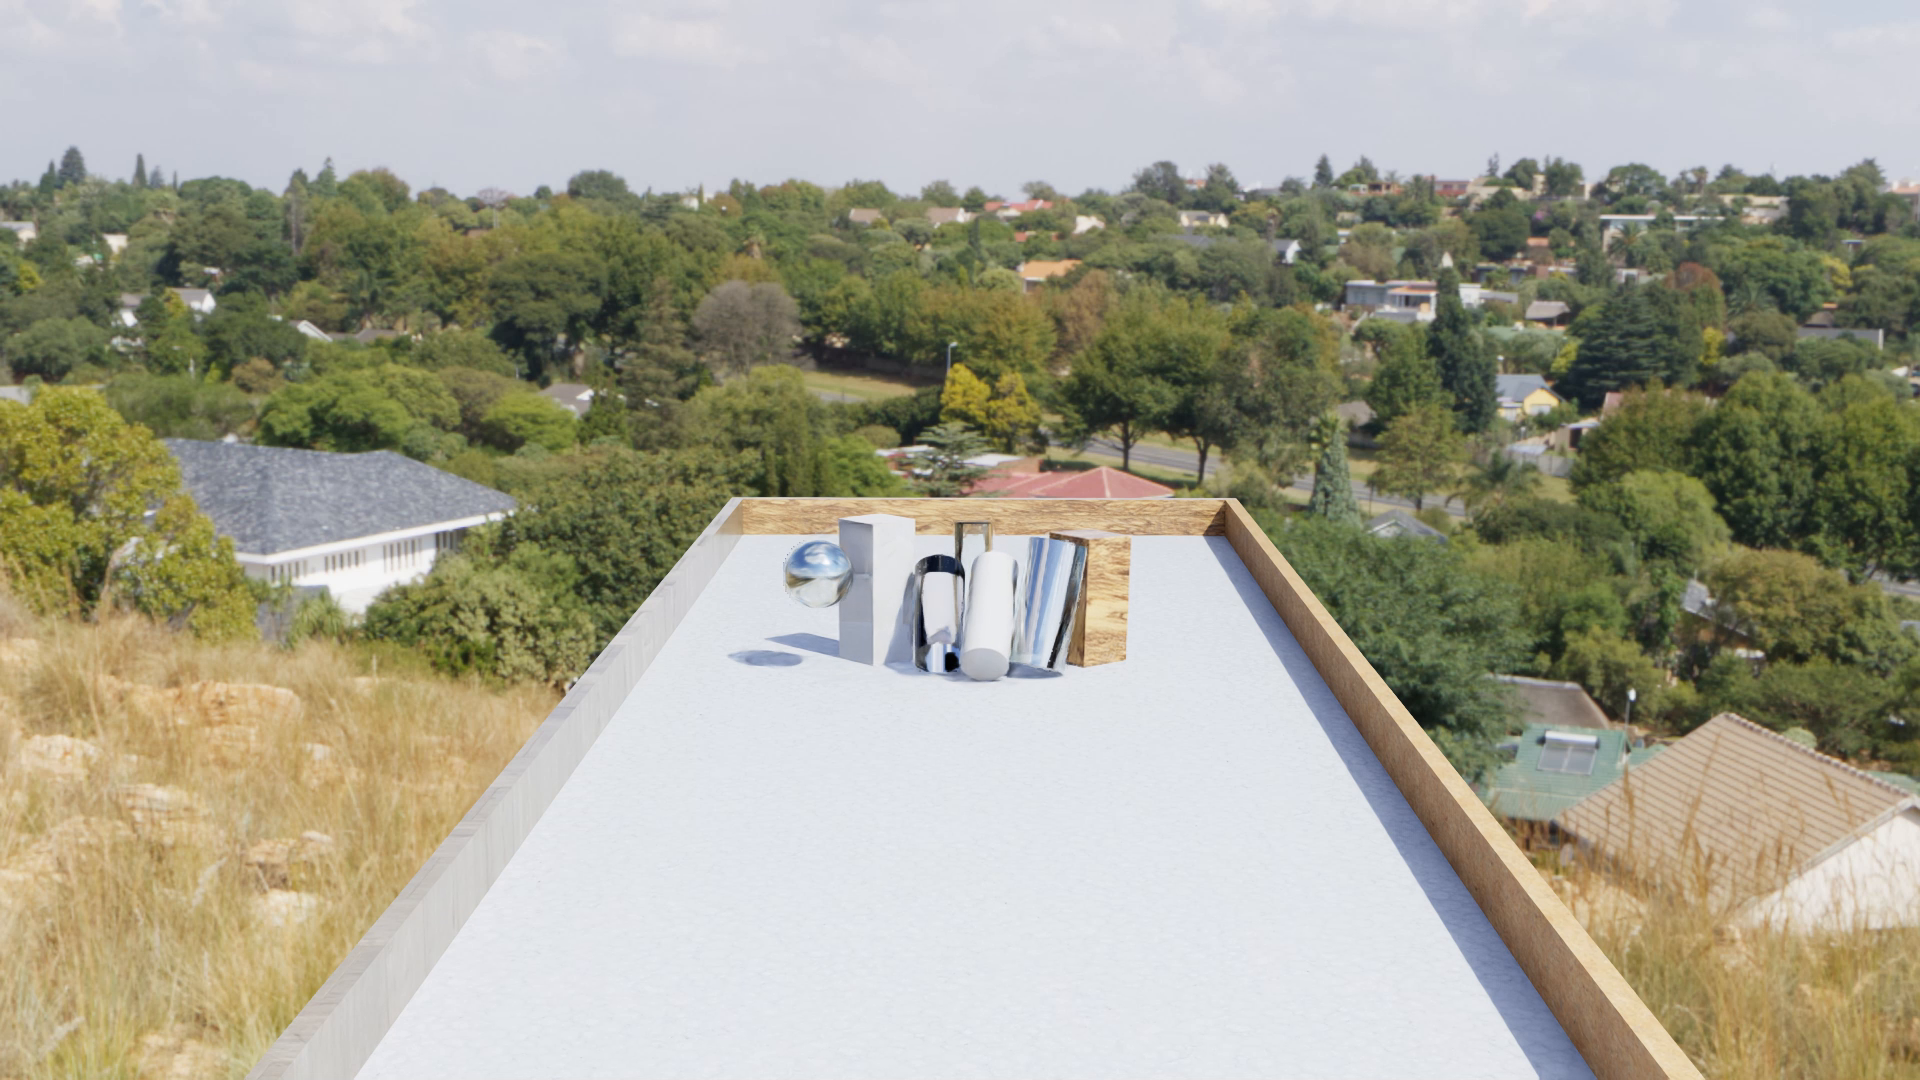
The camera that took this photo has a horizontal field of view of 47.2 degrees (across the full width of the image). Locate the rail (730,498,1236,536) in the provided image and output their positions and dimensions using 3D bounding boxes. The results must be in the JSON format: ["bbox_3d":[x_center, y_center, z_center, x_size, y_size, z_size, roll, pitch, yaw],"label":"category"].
[{"bbox_3d":[0.099,-0.098,9.147,2.100,0.150,0.050,0,9,1],"label":"rail"}]

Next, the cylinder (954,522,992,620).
[{"bbox_3d":[0.042,0.149,6.737,0.116,0.401,0.116,0,-3,0],"label":"cylinder"}]

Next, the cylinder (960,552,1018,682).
[{"bbox_3d":[0.089,0.222,6.503,0.143,0.143,0.395,1,44,6],"label":"cylinder"}]

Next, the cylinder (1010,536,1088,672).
[{"bbox_3d":[0.257,0.191,6.502,0.175,0.372,0.175,11,-5,1],"label":"cylinder"}]

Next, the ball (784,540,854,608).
[{"bbox_3d":[-0.416,0.102,6.484,0.202,0.202,0.202,0,9,0],"label":"ball"}]

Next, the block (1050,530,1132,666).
[{"bbox_3d":[0.389,0.171,6.685,0.174,0.382,0.174,-4,10,-40],"label":"block"}]

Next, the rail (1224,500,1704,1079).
[{"bbox_3d":[1.046,0.843,3.208,0.050,0.150,12.000,0,9,1],"label":"rail"}]

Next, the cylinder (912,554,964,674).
[{"bbox_3d":[-0.063,0.219,6.562,0.152,0.152,0.328,0,51,0],"label":"cylinder"}]

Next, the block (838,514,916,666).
[{"bbox_3d":[-0.253,0.148,6.696,0.165,0.431,0.165,-8,12,-41],"label":"block"}]

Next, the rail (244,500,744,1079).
[{"bbox_3d":[-1.004,0.839,3.234,0.050,0.150,12.000,0,9,1],"label":"rail"}]
